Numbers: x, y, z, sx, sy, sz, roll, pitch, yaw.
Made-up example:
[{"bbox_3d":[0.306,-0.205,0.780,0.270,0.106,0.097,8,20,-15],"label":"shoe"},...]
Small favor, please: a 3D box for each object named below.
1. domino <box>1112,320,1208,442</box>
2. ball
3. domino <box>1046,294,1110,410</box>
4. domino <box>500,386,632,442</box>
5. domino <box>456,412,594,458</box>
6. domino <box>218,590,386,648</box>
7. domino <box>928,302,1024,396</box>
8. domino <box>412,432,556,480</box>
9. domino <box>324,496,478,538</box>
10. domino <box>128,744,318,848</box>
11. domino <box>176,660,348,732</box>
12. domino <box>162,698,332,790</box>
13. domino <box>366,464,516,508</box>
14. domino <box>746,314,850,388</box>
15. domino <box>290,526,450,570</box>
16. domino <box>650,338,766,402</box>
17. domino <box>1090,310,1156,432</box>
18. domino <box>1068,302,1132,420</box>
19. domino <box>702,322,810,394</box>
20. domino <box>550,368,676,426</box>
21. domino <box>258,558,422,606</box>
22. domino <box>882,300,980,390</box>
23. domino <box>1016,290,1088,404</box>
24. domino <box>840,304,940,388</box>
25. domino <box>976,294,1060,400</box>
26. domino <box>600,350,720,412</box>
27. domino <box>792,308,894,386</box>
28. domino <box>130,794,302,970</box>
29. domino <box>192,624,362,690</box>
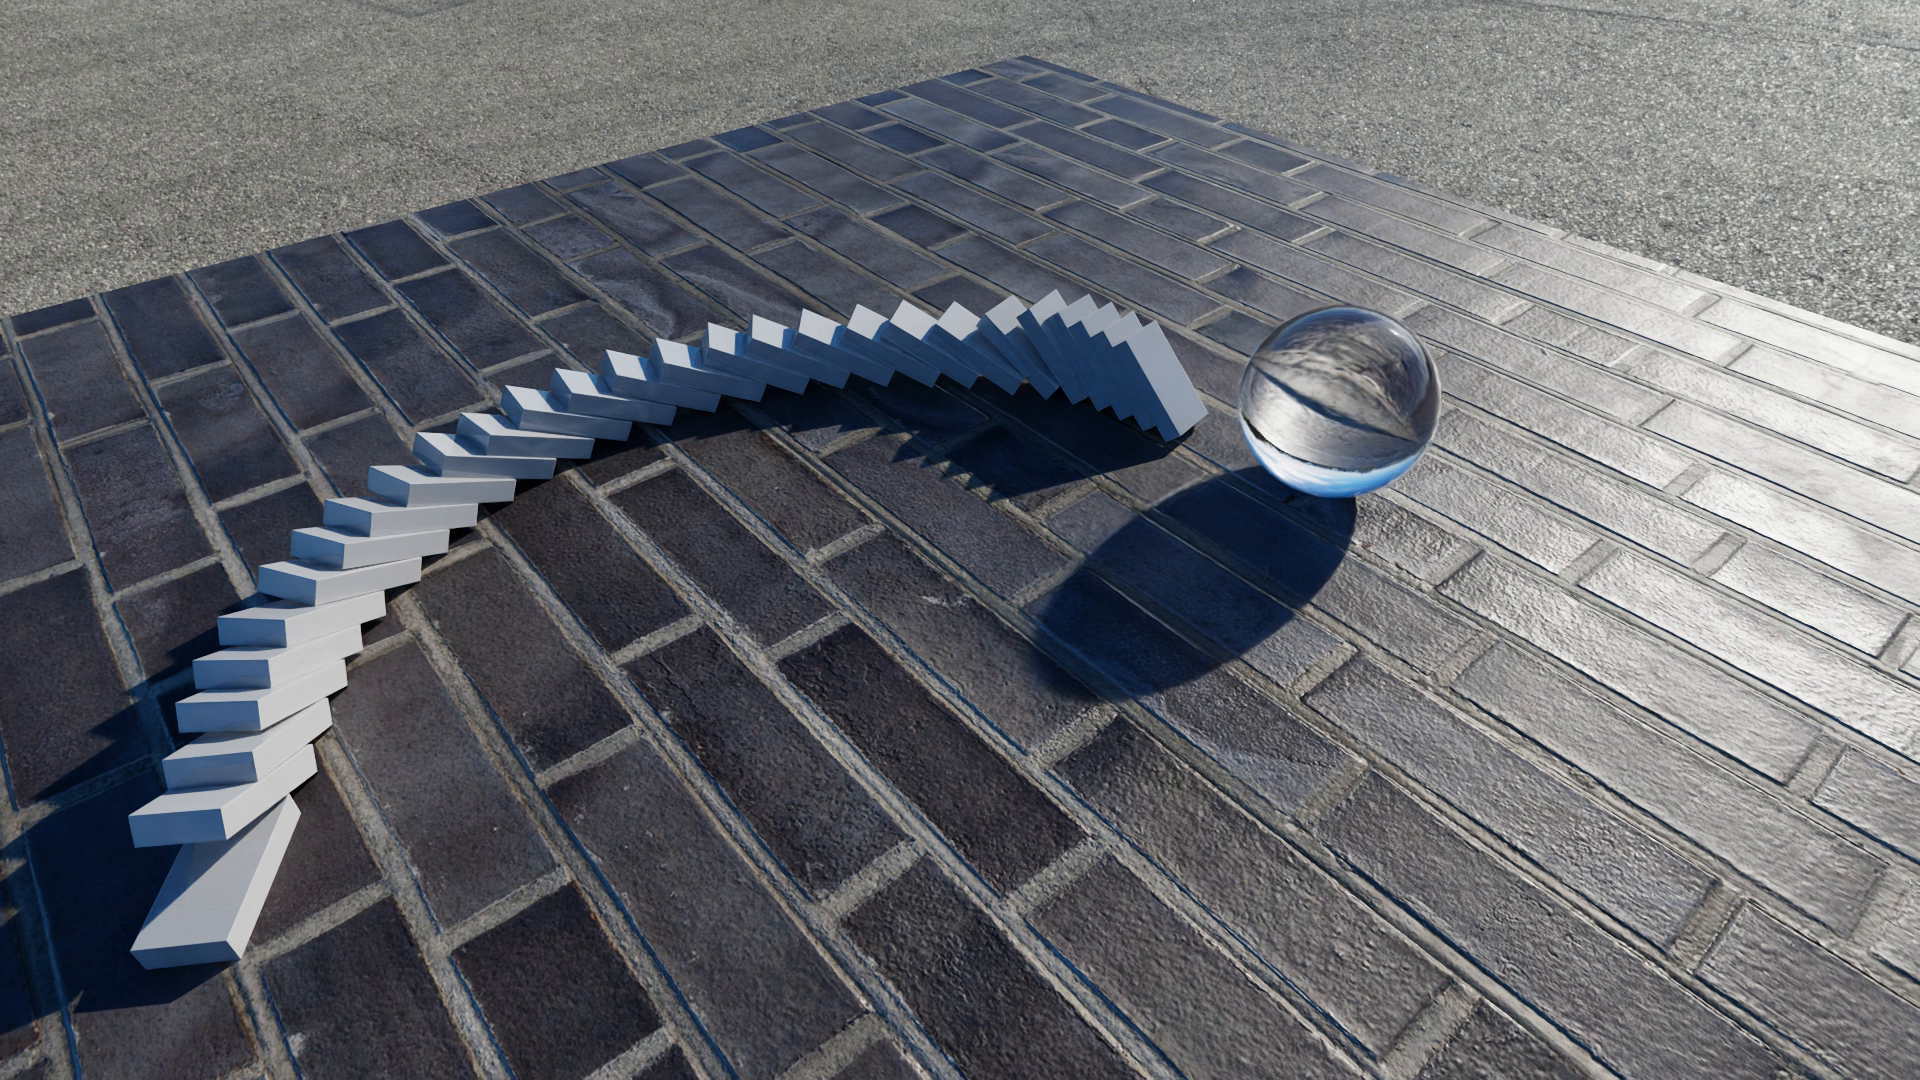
[{"bbox_3d":[0.092,-0.073,0.506,0.025,0.050,0.010,-37,9,-36],"label":"domino"},{"bbox_3d":[0.157,-0.057,0.458,0.080,0.080,0.080,0,39,0],"label":"ball"},{"bbox_3d":[0.064,-0.090,0.526,0.025,0.050,0.009,-36,9,-36],"label":"domino"},{"bbox_3d":[-0.177,-0.057,0.494,0.050,0.009,0.025,3,28,-44],"label":"domino"},{"bbox_3d":[-0.189,-0.045,0.481,0.025,0.009,0.050,30,19,32],"label":"domino"},{"bbox_3d":[-0.232,0.027,0.390,0.025,0.009,0.050,1,9,8],"label":"domino"},{"bbox_3d":[0.011,-0.095,0.541,0.050,0.010,0.025,34,43,-3],"label":"domino"},{"bbox_3d":[-0.202,-0.036,0.469,0.025,0.009,0.050,30,19,32],"label":"domino"},{"bbox_3d":[-0.221,-0.011,0.436,0.025,0.009,0.050,13,10,21],"label":"domino"},{"bbox_3d":[-0.220,0.076,0.332,0.025,0.009,0.050,-4,10,-3],"label":"domino"},{"bbox_3d":[-0.228,0.051,0.362,0.025,0.009,0.050,-2,8,-1],"label":"domino"},{"bbox_3d":[-0.223,0.064,0.348,0.025,0.009,0.050,-5,11,-6],"label":"domino"},{"bbox_3d":[-0.212,-0.023,0.452,0.025,0.010,0.050,19,13,25],"label":"domino"},{"bbox_3d":[-0.079,-0.092,0.538,0.050,0.010,0.025,17,33,-22],"label":"domino"},{"bbox_3d":[-0.225,0.001,0.423,0.025,0.010,0.050,12,10,17],"label":"domino"},{"bbox_3d":[-0.120,-0.081,0.526,0.050,0.009,0.025,9,32,-32],"label":"domino"},{"bbox_3d":[0.083,-0.079,0.513,0.025,0.050,0.009,-37,9,-36],"label":"domino"},{"bbox_3d":[0.074,-0.085,0.520,0.025,0.050,0.009,-36,9,-36],"label":"domino"},{"bbox_3d":[-0.099,-0.088,0.534,0.050,0.010,0.025,15,33,-25],"label":"domino"},{"bbox_3d":[-0.159,-0.066,0.506,0.050,0.010,0.025,4,30,-41],"label":"domino"},{"bbox_3d":[-0.230,0.013,0.410,0.025,0.009,0.050,12,11,14],"label":"domino"},{"bbox_3d":[-0.012,-0.097,0.543,0.050,0.010,0.025,30,39,-8],"label":"domino"},{"bbox_3d":[0.050,-0.093,0.530,0.009,0.050,0.025,-23,15,49],"label":"domino"},{"bbox_3d":[-0.032,-0.096,0.544,0.050,0.010,0.025,25,39,-11],"label":"domino"},{"bbox_3d":[0.034,-0.095,0.538,0.050,0.009,0.025,47,50,1],"label":"domino"},{"bbox_3d":[-0.141,-0.075,0.517,0.050,0.009,0.025,8,31,-35],"label":"domino"},{"bbox_3d":[-0.057,-0.095,0.542,0.050,0.010,0.025,21,35,-17],"label":"domino"},{"bbox_3d":[-0.217,0.099,0.323,0.025,0.010,0.050,-4,40,-5],"label":"domino"},{"bbox_3d":[-0.231,0.039,0.375,0.025,0.010,0.050,-1,8,3],"label":"domino"}]
